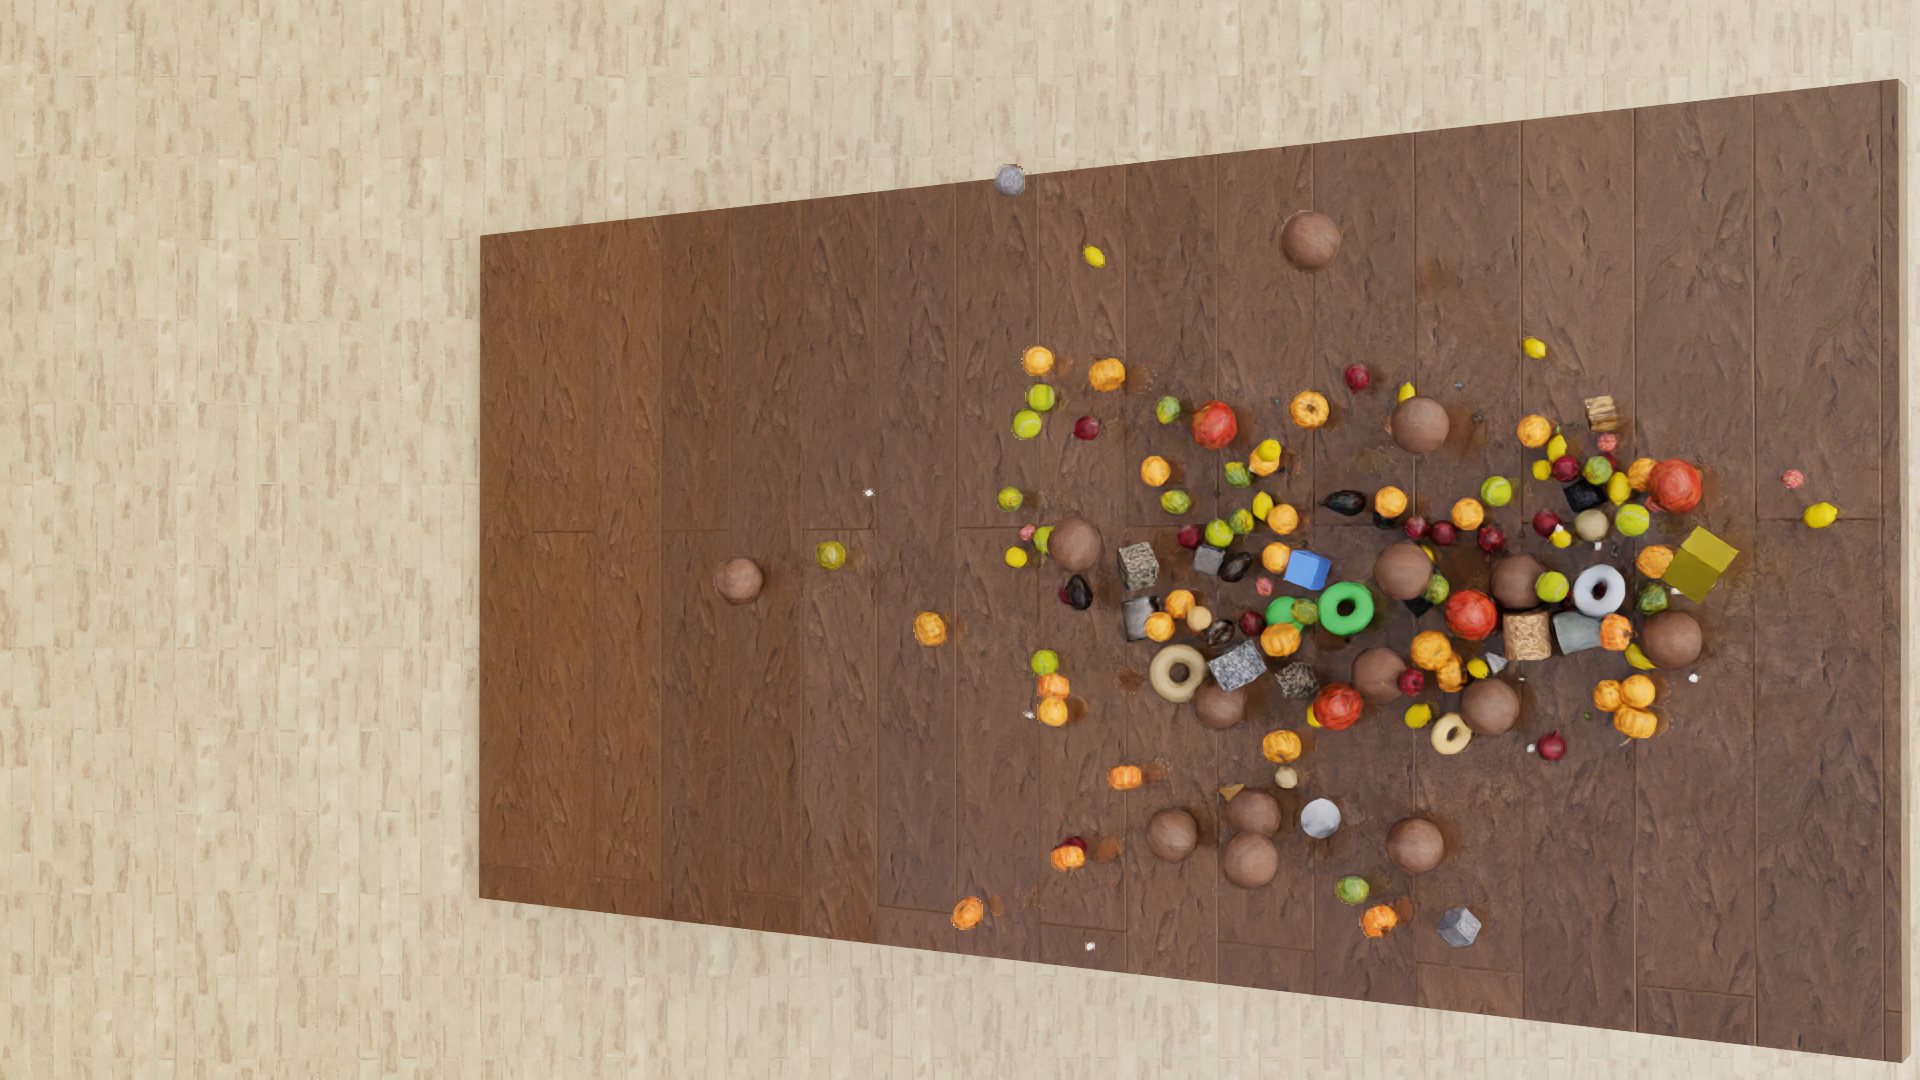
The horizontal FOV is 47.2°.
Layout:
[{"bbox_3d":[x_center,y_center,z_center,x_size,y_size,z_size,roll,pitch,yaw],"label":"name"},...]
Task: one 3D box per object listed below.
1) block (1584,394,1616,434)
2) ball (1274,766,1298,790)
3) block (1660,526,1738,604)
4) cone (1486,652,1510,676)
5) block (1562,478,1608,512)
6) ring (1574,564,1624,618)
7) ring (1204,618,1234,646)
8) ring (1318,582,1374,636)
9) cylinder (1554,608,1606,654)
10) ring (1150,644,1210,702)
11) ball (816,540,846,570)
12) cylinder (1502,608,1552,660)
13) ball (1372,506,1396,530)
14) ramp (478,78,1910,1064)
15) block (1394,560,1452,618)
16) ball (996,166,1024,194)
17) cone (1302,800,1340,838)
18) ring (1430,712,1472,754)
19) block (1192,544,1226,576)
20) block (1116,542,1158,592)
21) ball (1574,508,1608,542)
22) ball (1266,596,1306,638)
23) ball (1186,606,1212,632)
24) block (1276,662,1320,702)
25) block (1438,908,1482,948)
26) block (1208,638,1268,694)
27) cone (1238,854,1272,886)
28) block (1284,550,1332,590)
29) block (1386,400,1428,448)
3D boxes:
[{"bbox_3d":[1.377,-0.270,4.729,0.055,0.055,0.055,-9,57,9],"label":"block"},{"bbox_3d":[0.767,0.558,5.167,0.054,0.054,0.054,0,90,0],"label":"ball"},{"bbox_3d":[1.527,0.051,4.545,0.096,0.096,0.096,36,46,18],"label":"block"},{"bbox_3d":[1.184,0.265,4.884,0.054,0.054,0.054,-43,72,0],"label":"cone"},{"bbox_3d":[1.359,-0.098,4.783,0.057,0.057,0.057,-32,72,37],"label":"block"},{"bbox_3d":[1.360,0.109,4.680,0.039,0.117,0.117,19,89,-42],"label":"ring"},{"bbox_3d":[0.613,0.219,5.188,0.077,0.026,0.077,-14,130,-18],"label":"ring"},{"bbox_3d":[0.888,0.157,5.062,0.133,0.044,0.133,-10,62,19],"label":"ring"},{"bbox_3d":[1.336,0.192,4.741,0.090,0.090,0.090,-16,89,20],"label":"cylinder"},{"bbox_3d":[0.527,0.320,5.287,0.145,0.048,0.145,0,95,3],"label":"ring"},{"bbox_3d":[-0.344,0.042,5.874,0.080,0.080,0.080,0,90,0],"label":"ball"},{"bbox_3d":[1.241,0.207,4.814,0.098,0.098,0.098,-6,96,0],"label":"cylinder"},{"bbox_3d":[0.972,-0.051,5.039,0.054,0.054,0.054,0,90,0],"label":"ball"},{"bbox_3d":[0.257,0.071,5.593,4.000,0.100,2.000,0,89,33],"label":"ramp"},{"bbox_3d":[1.043,0.108,4.957,0.079,0.079,0.079,-32,68,-18],"label":"block"},{"bbox_3d":[0.127,-0.912,5.583,0.071,0.071,0.071,0,90,0],"label":"ball"},{"bbox_3d":[0.843,0.652,5.057,0.094,0.094,0.094,-1,95,-7],"label":"cone"},{"bbox_3d":[1.101,0.433,4.923,0.103,0.034,0.103,-9,115,-21],"label":"ring"},{"bbox_3d":[0.595,0.048,5.268,0.061,0.061,0.061,15,99,12],"label":"block"},{"bbox_3d":[0.427,0.064,5.284,0.076,0.076,0.076,-13,53,-10],"label":"block"},{"bbox_3d":[1.369,-0.033,4.771,0.073,0.073,0.073,0,90,0],"label":"ball"},{"bbox_3d":[0.763,0.180,5.148,0.096,0.096,0.096,0,90,0],"label":"ball"},{"bbox_3d":[0.563,0.185,5.179,0.061,0.061,0.061,0,90,0],"label":"ball"},{"bbox_3d":[0.787,0.329,5.126,0.064,0.064,0.064,-35,60,29],"label":"block"},{"bbox_3d":[1.116,0.865,4.912,0.059,0.059,0.059,45,58,-12],"label":"block"},{"bbox_3d":[0.649,0.294,5.141,0.083,0.083,0.083,-29,91,41],"label":"block"},{"bbox_3d":[0.681,0.764,5.193,0.078,0.078,0.078,-11,111,-30],"label":"cone"},{"bbox_3d":[0.812,0.070,5.132,0.071,0.071,0.071,22,101,31],"label":"block"},{"bbox_3d":[1.013,-0.261,4.992,0.067,0.067,0.067,42,115,-9],"label":"block"}]
